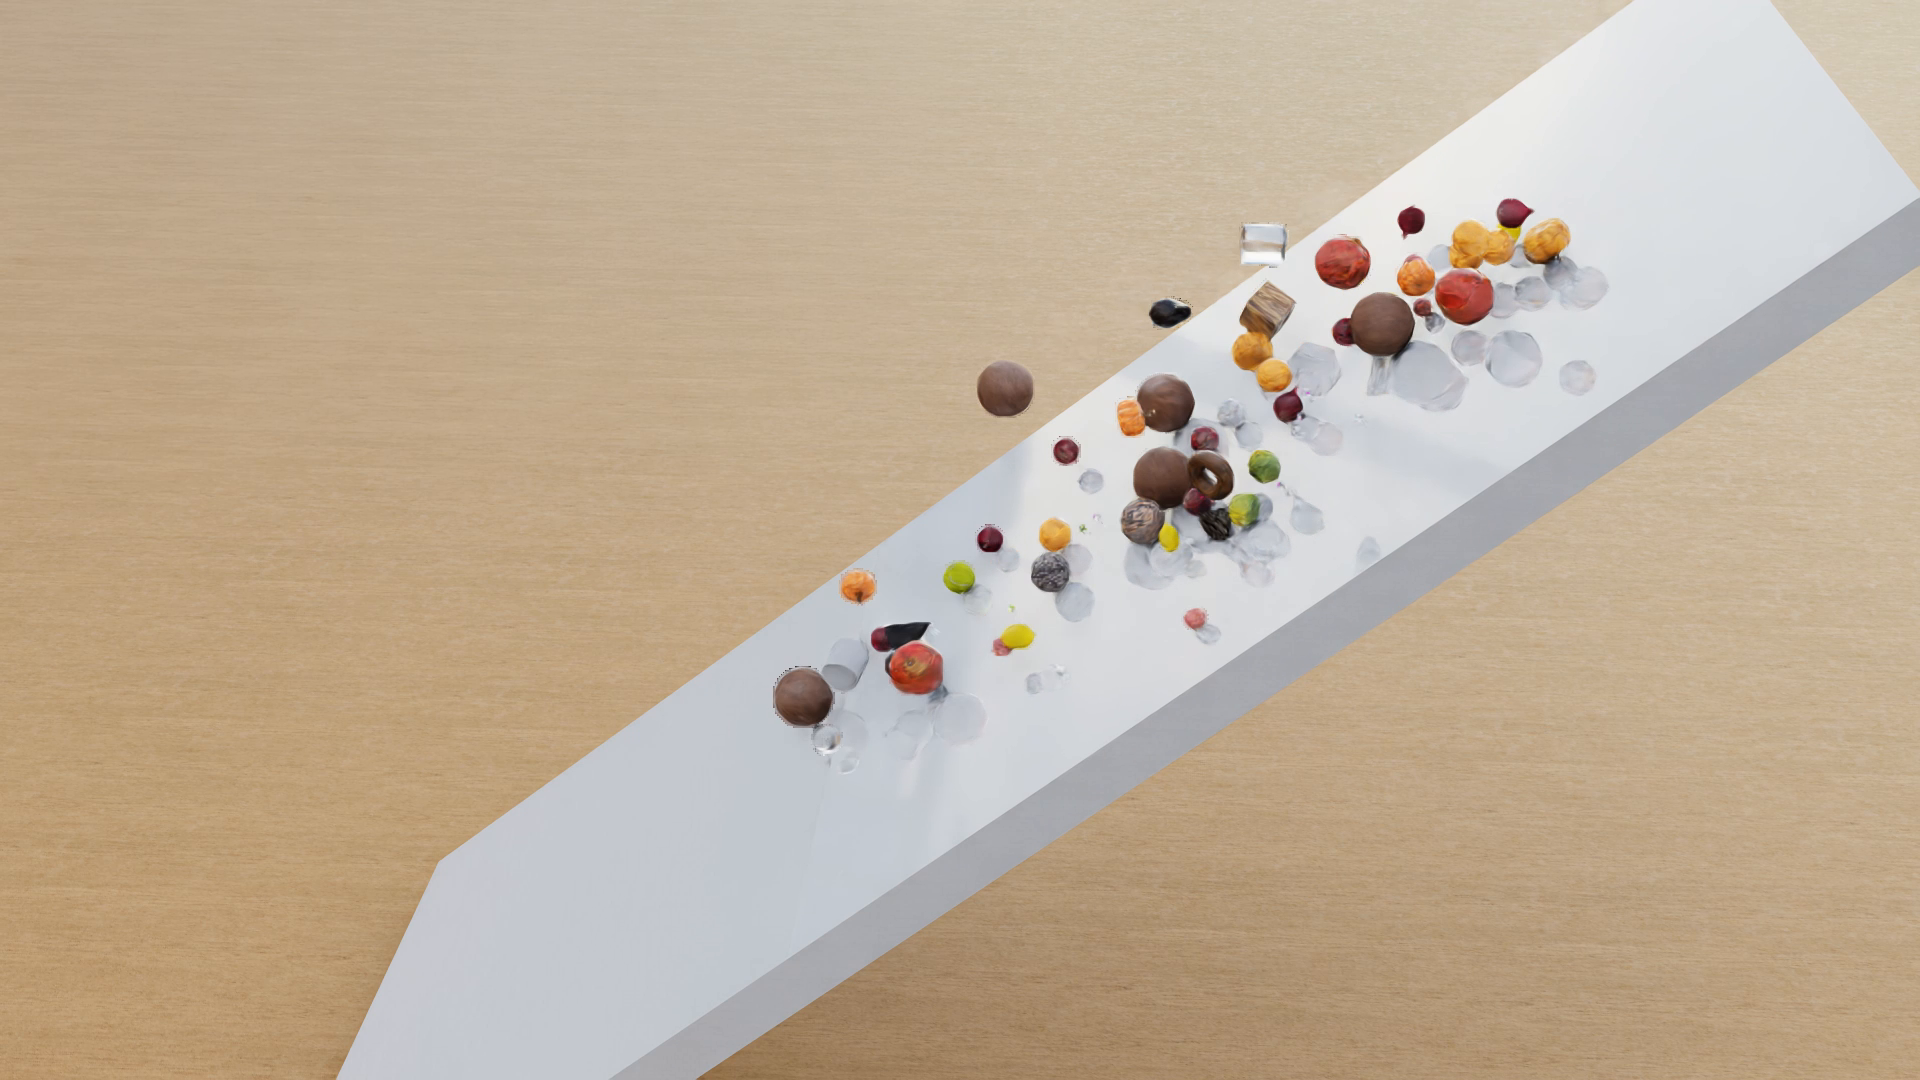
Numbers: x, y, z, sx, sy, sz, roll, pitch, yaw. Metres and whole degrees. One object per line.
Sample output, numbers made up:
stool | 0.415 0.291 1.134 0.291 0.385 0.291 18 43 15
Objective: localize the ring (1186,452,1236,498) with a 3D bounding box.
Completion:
ring | 0.495 -0.128 5.801 0.109 0.109 0.036 16 50 33

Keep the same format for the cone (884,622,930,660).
cone | -0.101 0.202 6.452 0.093 0.093 0.093 -31 18 16

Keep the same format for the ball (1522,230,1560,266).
ball | 1.131 -0.570 5.724 0.069 0.069 0.069 0 23 0

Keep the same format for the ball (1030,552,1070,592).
ball | 0.189 0.068 6.152 0.085 0.085 0.085 0 23 0

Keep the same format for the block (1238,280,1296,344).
block | 0.670 -0.497 6.413 0.080 0.080 0.080 38 65 11

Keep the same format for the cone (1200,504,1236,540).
cone | 0.516 -0.048 5.741 0.070 0.070 0.070 20 52 39

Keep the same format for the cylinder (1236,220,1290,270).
cylinder | 0.665 -0.649 6.458 0.088 0.088 0.088 15 18 -20

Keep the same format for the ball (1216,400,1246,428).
ball | 0.573 -0.267 6.212 0.062 0.062 0.062 0 23 0

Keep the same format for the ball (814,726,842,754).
ball | -0.284 0.430 6.312 0.060 0.060 0.060 0 23 0

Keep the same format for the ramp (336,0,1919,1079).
ramp | 0.123 0.184 6.336 4.000 0.100 2.000 -35 16 18

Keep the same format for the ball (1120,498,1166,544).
ball | 0.373 -0.038 5.996 0.094 0.094 0.094 0 23 0

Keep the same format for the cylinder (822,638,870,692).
cylinder | -0.248 0.270 6.375 0.082 0.082 0.082 7 43 17
